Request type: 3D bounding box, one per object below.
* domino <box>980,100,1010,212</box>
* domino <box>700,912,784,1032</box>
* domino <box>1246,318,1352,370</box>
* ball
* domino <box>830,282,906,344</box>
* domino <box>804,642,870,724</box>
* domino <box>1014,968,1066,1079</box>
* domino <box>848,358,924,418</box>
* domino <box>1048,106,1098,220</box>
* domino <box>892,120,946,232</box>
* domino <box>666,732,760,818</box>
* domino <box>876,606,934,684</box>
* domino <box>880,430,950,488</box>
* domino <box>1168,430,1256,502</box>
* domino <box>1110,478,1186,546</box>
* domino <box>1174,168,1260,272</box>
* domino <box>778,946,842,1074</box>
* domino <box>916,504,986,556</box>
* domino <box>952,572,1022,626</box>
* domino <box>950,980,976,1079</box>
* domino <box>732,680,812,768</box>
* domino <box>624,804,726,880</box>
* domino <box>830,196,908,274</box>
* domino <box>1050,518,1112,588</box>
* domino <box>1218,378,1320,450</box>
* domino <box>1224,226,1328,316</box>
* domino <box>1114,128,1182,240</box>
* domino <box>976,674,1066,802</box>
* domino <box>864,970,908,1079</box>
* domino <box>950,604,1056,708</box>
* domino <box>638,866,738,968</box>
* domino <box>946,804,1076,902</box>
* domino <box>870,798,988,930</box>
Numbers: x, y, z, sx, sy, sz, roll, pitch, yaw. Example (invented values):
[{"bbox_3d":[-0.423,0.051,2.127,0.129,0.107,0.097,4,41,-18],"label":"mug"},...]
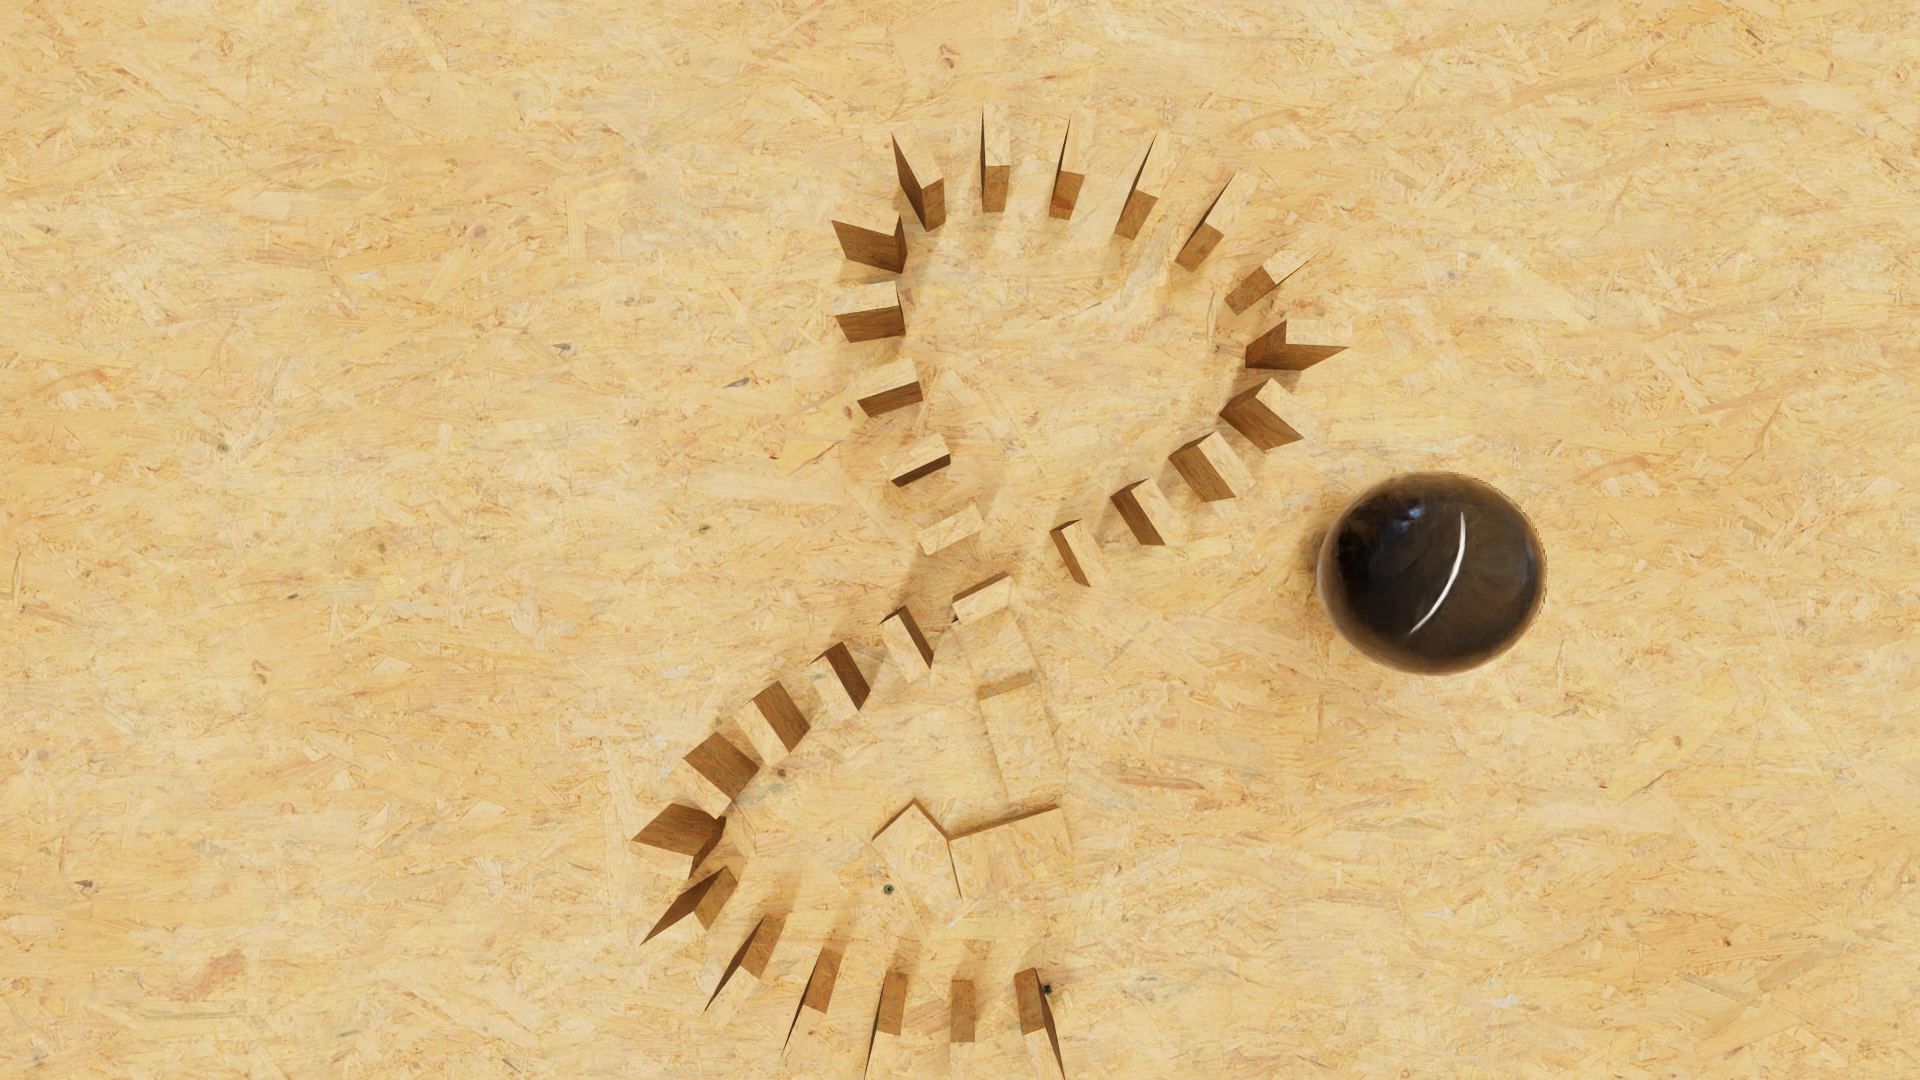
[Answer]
[{"bbox_3d":[0.014,-0.156,0.375,0.009,0.050,0.025,-3,90,0],"label":"domino"},{"bbox_3d":[-0.088,0.175,0.375,0.009,0.050,0.025,37,90,0],"label":"domino"},{"bbox_3d":[0.137,-0.079,0.375,0.025,0.050,0.009,3,90,0],"label":"domino"},{"bbox_3d":[0.183,0.013,0.360,0.080,0.080,0.080,0,90,0],"label":"ball"},{"bbox_3d":[-0.037,-0.092,0.375,0.025,0.050,0.009,-9,90,0],"label":"domino"},{"bbox_3d":[-0.049,0.057,0.375,0.009,0.050,0.025,-30,90,0],"label":"domino"},{"bbox_3d":[0.032,0.200,0.375,0.010,0.050,0.025,-20,90,0],"label":"domino"},{"bbox_3d":[-0.029,-0.062,0.375,0.025,0.050,0.010,-18,90,0],"label":"domino"},{"bbox_3d":[0.046,-0.153,0.375,0.009,0.050,0.025,11,90,0],"label":"domino"},{"bbox_3d":[-0.016,-0.147,0.375,0.009,0.050,0.025,-28,90,0],"label":"domino"},{"bbox_3d":[-0.100,0.095,0.375,0.025,0.050,0.010,40,90,0],"label":"domino"},{"bbox_3d":[-0.022,0.042,0.375,0.010,0.050,0.025,-30,90,0],"label":"domino"},{"bbox_3d":[-0.017,-0.032,0.375,0.025,0.050,0.009,-25,90,0],"label":"domino"},{"bbox_3d":[0.102,-0.029,0.375,0.010,0.050,0.025,-37,90,0],"label":"domino"},{"bbox_3d":[0.076,-0.011,0.375,0.010,0.050,0.025,-33,90,0],"label":"domino"},{"bbox_3d":[0.104,-0.130,0.375,0.009,0.050,0.025,33,90,0],"label":"domino"},{"bbox_3d":[-0.060,0.191,0.375,0.010,0.050,0.025,23,90,0],"label":"domino"},{"bbox_3d":[-0.003,-0.004,0.375,0.025,0.050,0.010,-27,90,0],"label":"domino"},{"bbox_3d":[0.010,0.023,0.375,0.025,0.050,0.010,-26,90,0],"label":"domino"},{"bbox_3d":[0.001,0.204,0.375,0.009,0.050,0.025,0,90,0],"label":"domino"},{"bbox_3d":[-0.076,0.074,0.375,0.009,0.050,0.025,-35,90,0],"label":"domino"},{"bbox_3d":[-0.115,0.123,0.375,0.025,0.050,0.010,15,90,0],"label":"domino"},{"bbox_3d":[-0.036,-0.124,0.375,0.025,0.050,0.009,15,90,0],"label":"domino"},{"bbox_3d":[0.049,0.005,0.375,0.009,0.050,0.025,-28,90,0],"label":"domino"},{"bbox_3d":[0.125,-0.050,0.375,0.025,0.050,0.010,40,90,0],"label":"domino"},{"bbox_3d":[0.128,-0.109,0.375,0.025,0.050,0.009,-37,90,0],"label":"domino"},{"bbox_3d":[0.076,-0.144,0.375,0.009,0.050,0.025,21,90,0],"label":"domino"},{"bbox_3d":[0.026,0.084,0.388,0.025,0.010,0.050,-18,107,-3],"label":"domino"},{"bbox_3d":[-0.030,0.201,0.375,0.009,0.050,0.025,14,90,0],"label":"domino"},{"bbox_3d":[0.018,0.053,0.395,0.025,0.009,0.050,-26,90,0],"label":"domino"},{"bbox_3d":[-0.110,0.153,0.375,0.025,0.050,0.009,-33,90,0],"label":"domino"},{"bbox_3d":[0.021,0.133,0.389,0.050,0.009,0.025,-13,84,-11],"label":"domino"},{"bbox_3d":[-0.012,0.139,0.395,0.025,0.010,0.050,-42,90,0],"label":"domino"}]
